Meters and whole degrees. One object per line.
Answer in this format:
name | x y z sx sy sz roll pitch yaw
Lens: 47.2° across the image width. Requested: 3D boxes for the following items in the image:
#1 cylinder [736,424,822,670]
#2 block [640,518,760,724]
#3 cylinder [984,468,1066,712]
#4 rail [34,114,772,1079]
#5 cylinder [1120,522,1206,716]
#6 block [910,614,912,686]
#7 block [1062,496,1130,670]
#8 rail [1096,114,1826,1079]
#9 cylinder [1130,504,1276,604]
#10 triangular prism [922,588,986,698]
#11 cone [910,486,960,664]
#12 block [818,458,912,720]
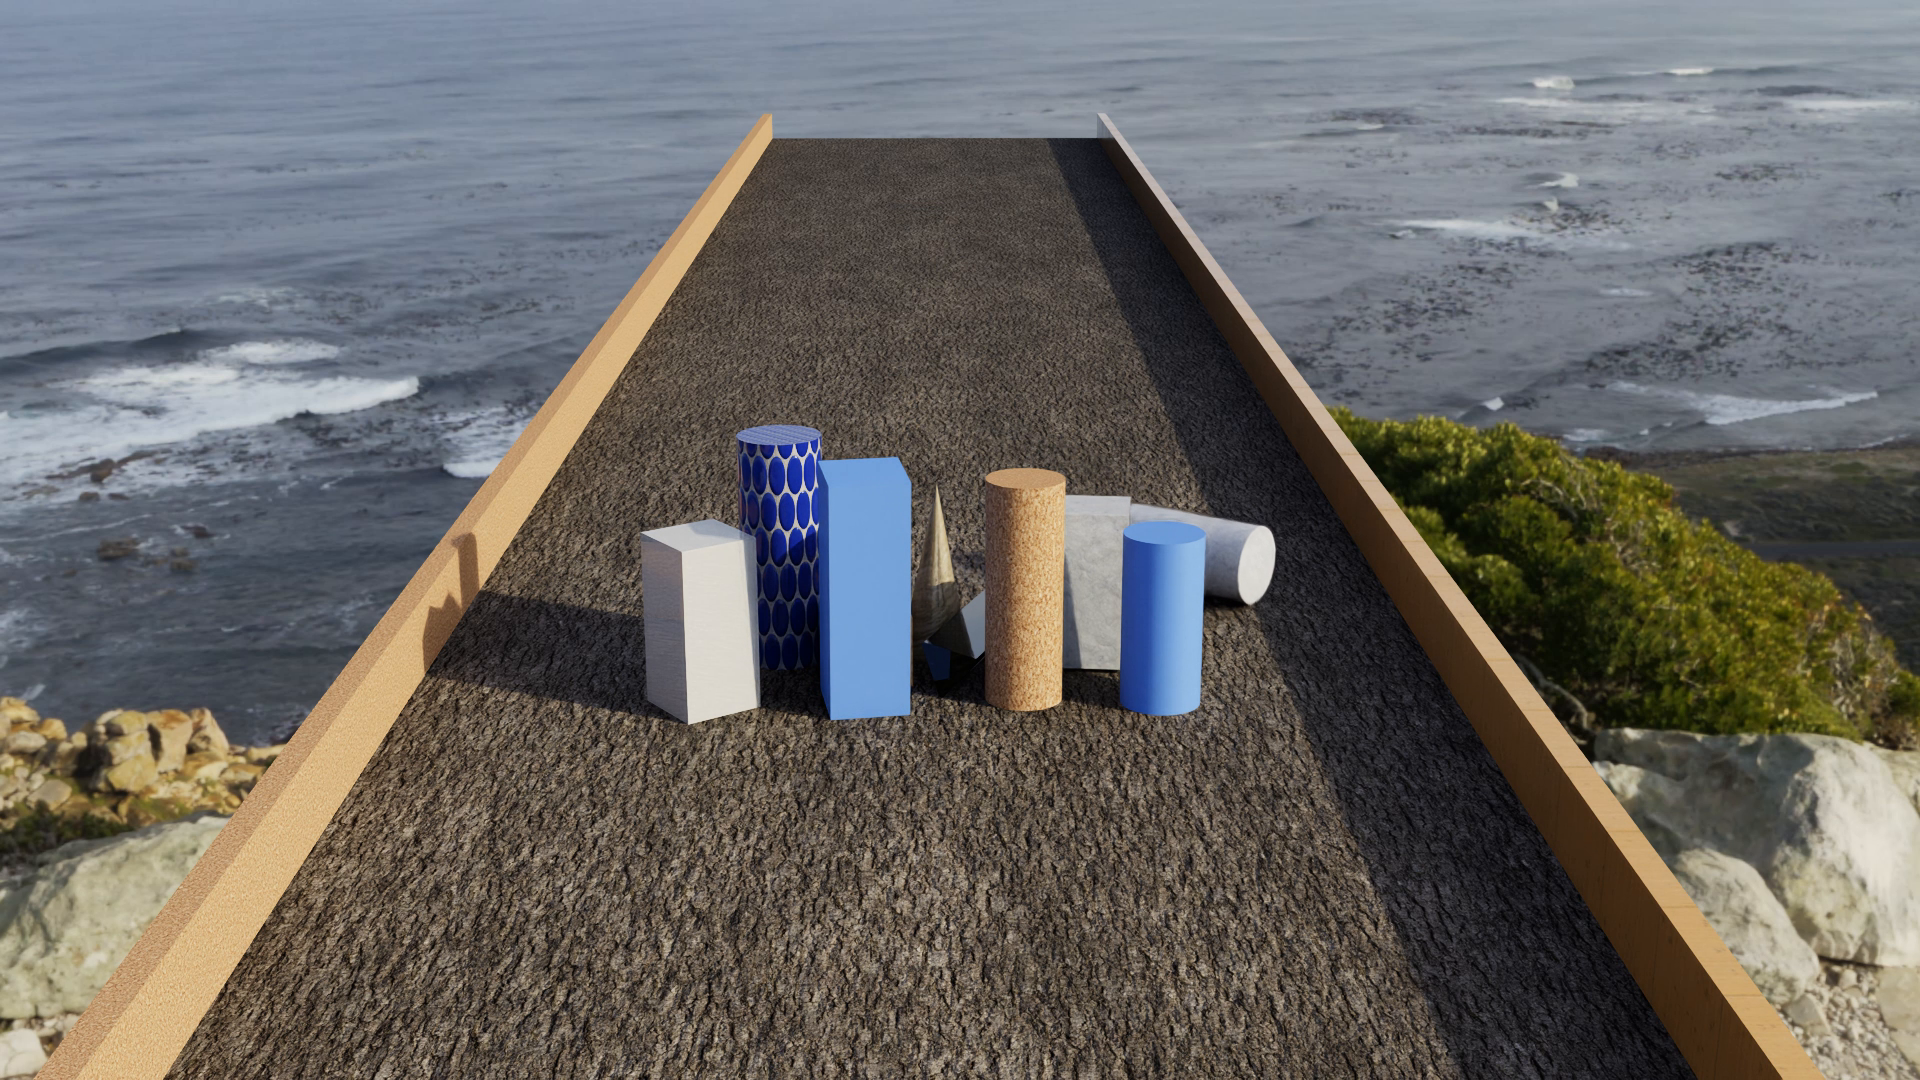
cylinder | -0.355 0.014 4.374 0.167 0.459 0.167 0 17 0
block | -0.487 0.151 4.133 0.156 0.334 0.156 -12 20 -35
cylinder | 0.122 0.093 4.152 0.149 0.434 0.149 0 17 0
rail | -1.118 -0.838 7.780 0.050 0.150 12.000 0 17 -1
cylinder | 0.381 0.147 4.147 0.154 0.335 0.154 0 17 0
block | -0.194 0.171 4.403 0.142 0.142 0.345 -3 17 -11
block | 0.250 0.082 4.386 0.170 0.312 0.170 1 13 5
rail | 0.932 -0.844 7.801 0.050 0.150 12.000 0 17 -1
cylinder | 0.491 0.026 4.836 0.362 0.172 0.172 11 20 33
triangular prism | 0.029 0.179 4.365 0.097 0.112 0.385 45 25 3
cone | -0.048 0.060 4.400 0.140 0.355 0.140 1 16 0
block | -0.179 0.091 4.101 0.150 0.460 0.150 -3 20 -10
